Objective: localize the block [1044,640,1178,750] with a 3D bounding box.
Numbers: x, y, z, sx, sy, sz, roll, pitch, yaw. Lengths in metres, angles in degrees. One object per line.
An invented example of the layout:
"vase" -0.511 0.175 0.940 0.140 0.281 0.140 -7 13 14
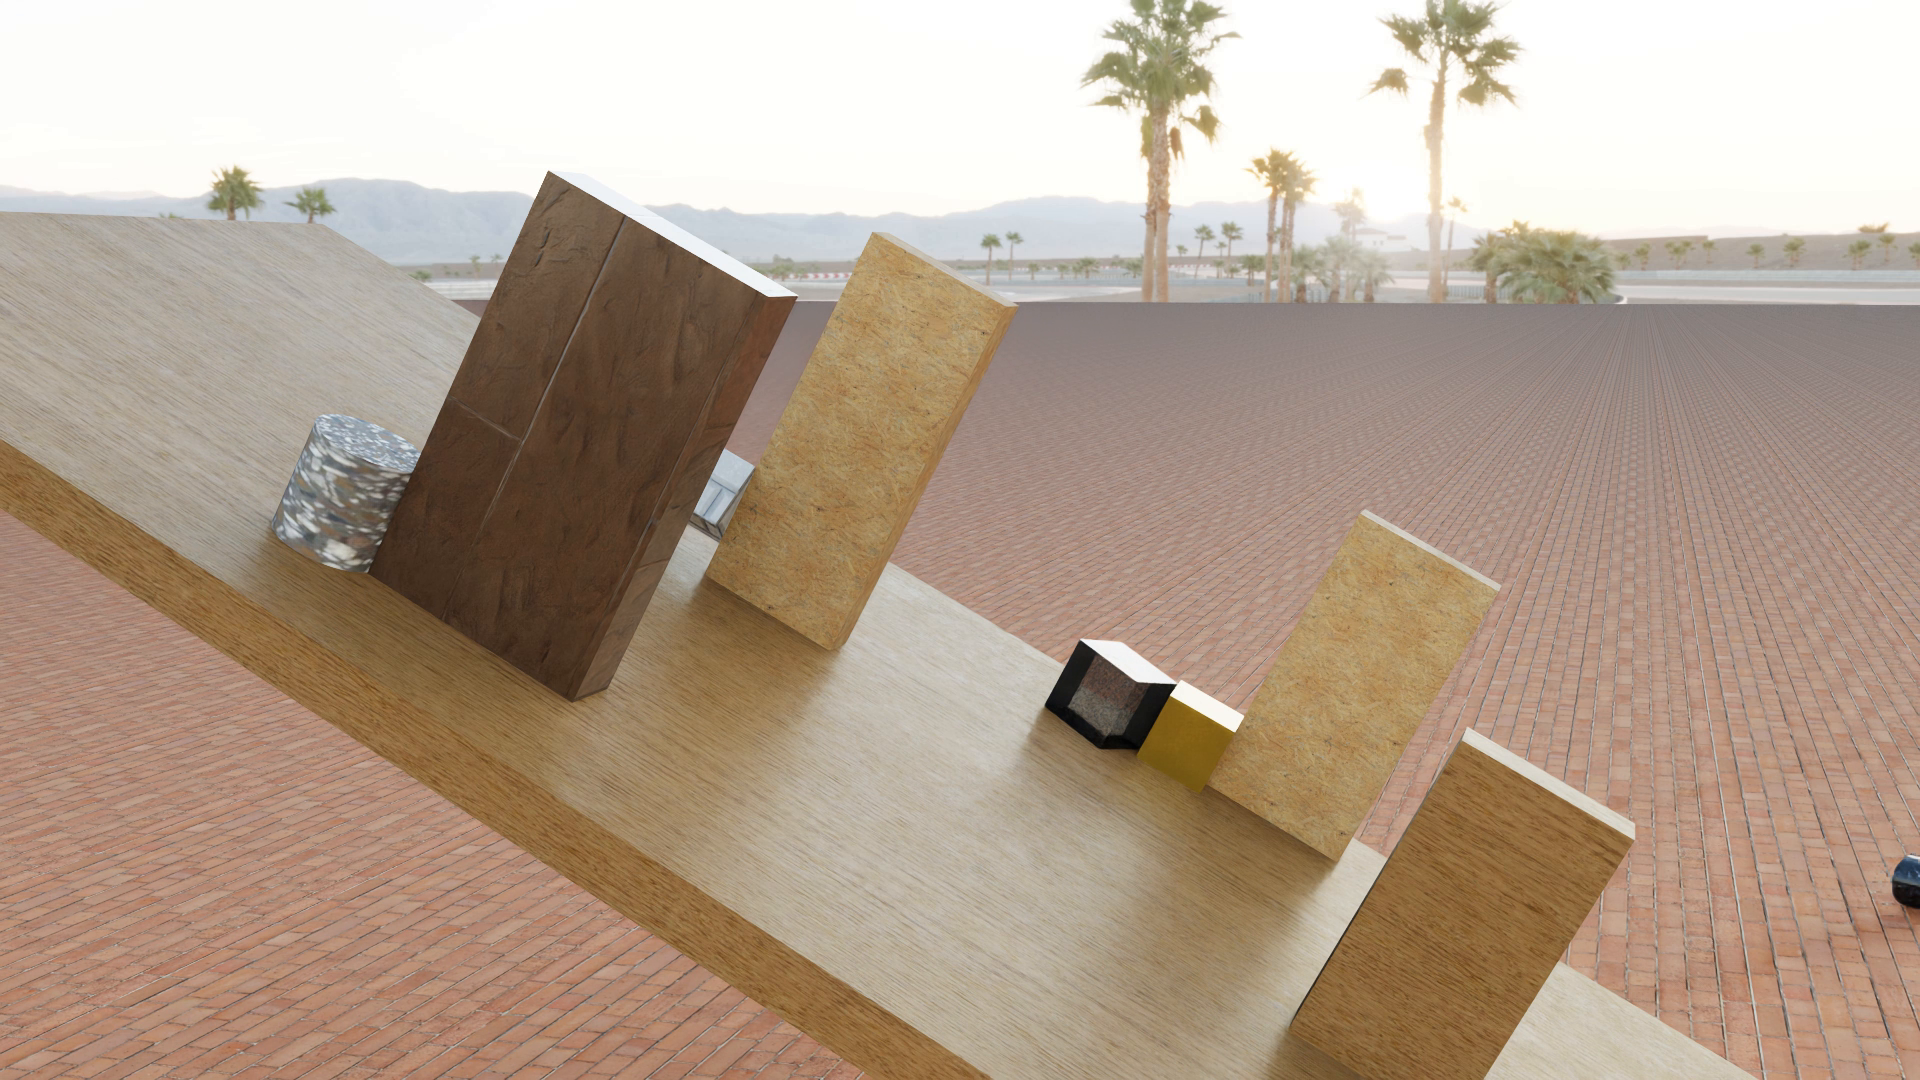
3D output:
"block" 0.323 0.331 4.705 0.168 0.168 0.168 37 17 32

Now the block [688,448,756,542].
"block" -0.502 -0.102 4.420 0.142 0.142 0.142 30 -14 11

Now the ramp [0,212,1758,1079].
"ramp" -0.218 0.362 4.145 4.000 0.100 2.000 30 14 12

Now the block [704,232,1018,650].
"block" -0.200 -0.193 4.350 0.304 0.772 0.094 30 14 12

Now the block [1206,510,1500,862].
"block" 0.832 0.310 4.673 0.324 0.676 0.090 30 14 12

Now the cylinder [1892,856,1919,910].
"cylinder" 2.823 1.007 6.400 0.147 0.147 0.147 -4 8 -32

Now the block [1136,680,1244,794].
"block" 0.495 0.422 4.726 0.156 0.156 0.156 30 14 8

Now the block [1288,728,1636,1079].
"block" 0.832 0.647 3.667 0.310 0.584 0.112 30 14 12

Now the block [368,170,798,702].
"block" -0.616 -0.166 3.554 0.418 0.738 0.127 30 14 12

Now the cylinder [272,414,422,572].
"cylinder" -1.010 -0.078 3.638 0.192 0.192 0.192 26 14 -7
